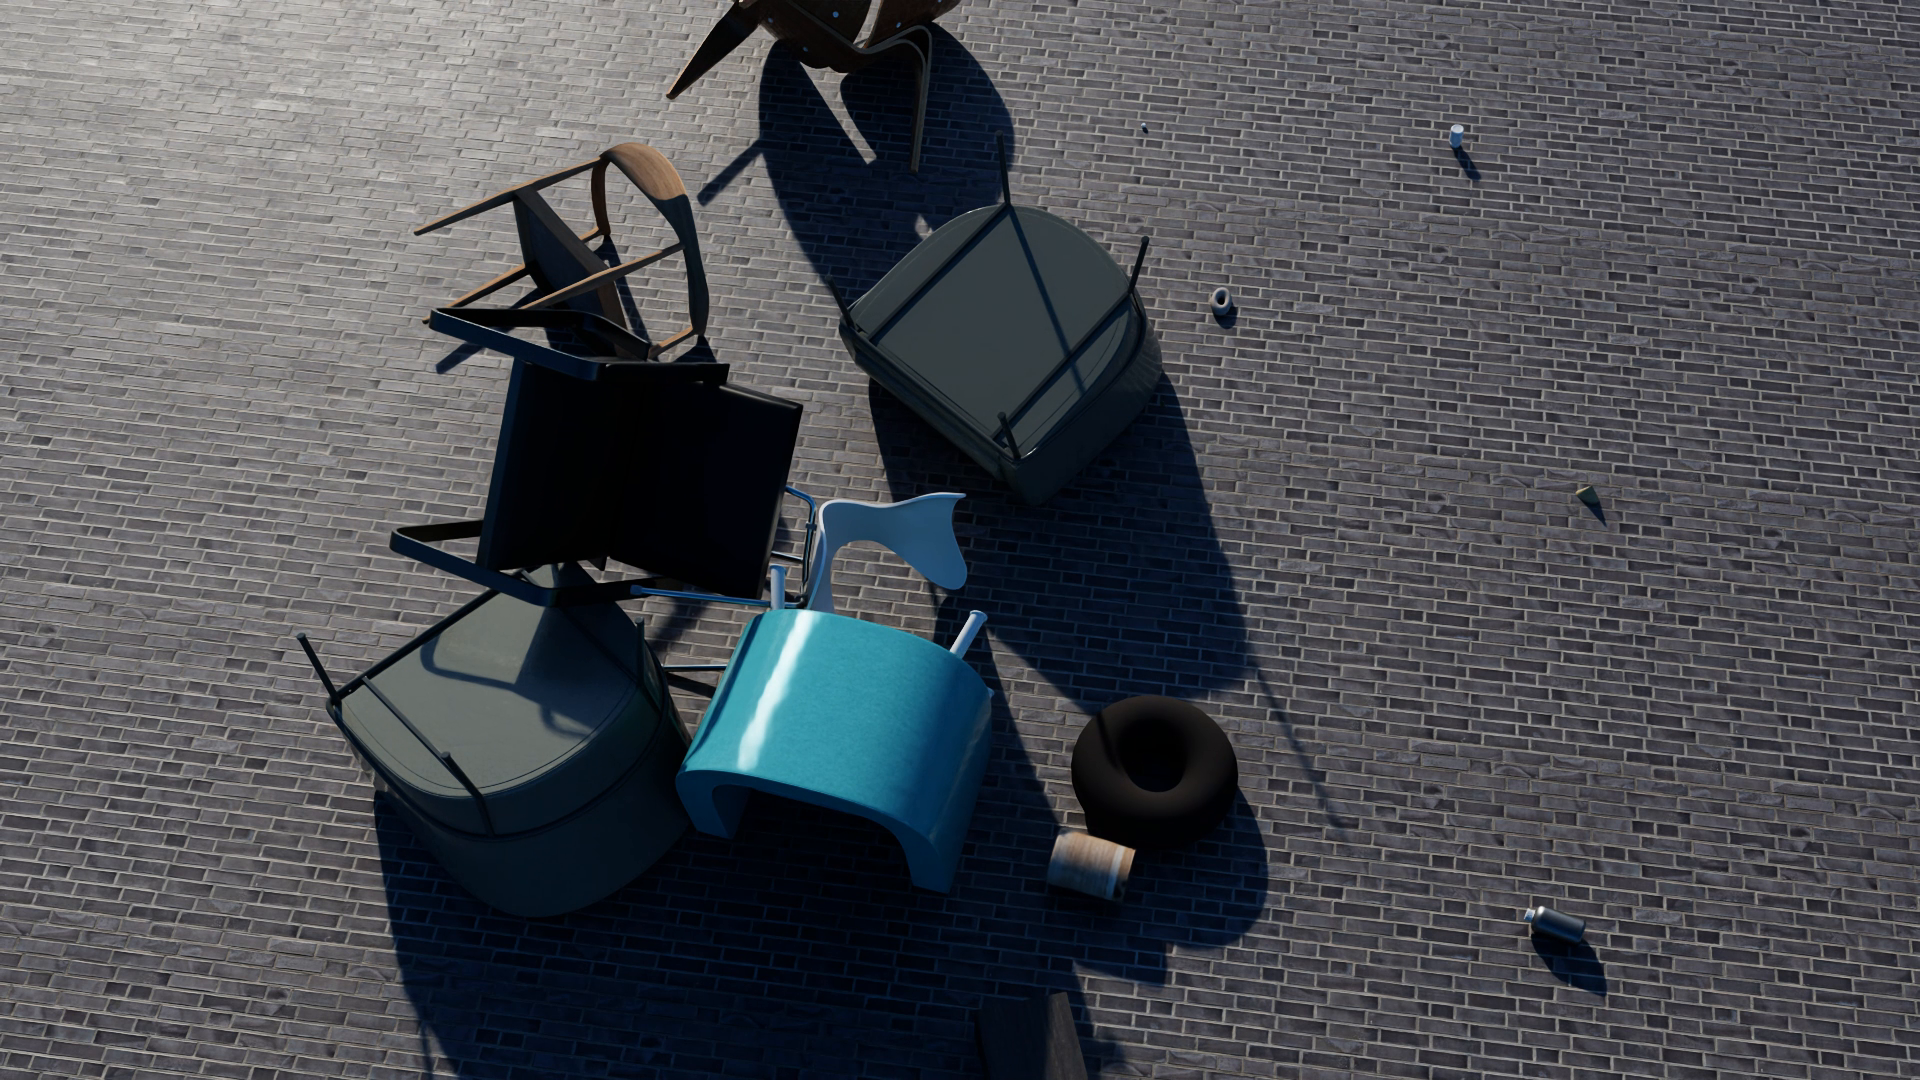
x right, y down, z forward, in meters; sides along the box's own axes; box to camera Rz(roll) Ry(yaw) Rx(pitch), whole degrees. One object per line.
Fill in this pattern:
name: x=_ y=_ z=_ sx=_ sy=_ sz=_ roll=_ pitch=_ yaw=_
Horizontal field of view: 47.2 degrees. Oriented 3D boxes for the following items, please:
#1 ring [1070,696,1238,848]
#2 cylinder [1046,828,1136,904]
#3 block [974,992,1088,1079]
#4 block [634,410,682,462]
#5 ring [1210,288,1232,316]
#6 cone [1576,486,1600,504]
ring: x=0.535 y=0.637 z=6.052 sx=0.459 sy=0.159 sz=0.463 roll=-24 pitch=59 yaw=-17
cylinder: x=0.353 y=0.875 z=5.908 sx=0.211 sy=0.129 sz=0.168 roll=14 pitch=44 yaw=9
block: x=0.185 y=1.340 z=5.573 sx=0.238 sy=0.169 sz=0.301 roll=-10 pitch=57 yaw=-7
block: x=-0.926 y=-0.318 z=6.739 sx=0.096 sy=0.079 sz=0.112 roll=18 pitch=58 yaw=12
ring: x=0.839 y=-0.766 z=7.069 sx=0.067 sy=0.032 sz=0.111 roll=10 pitch=58 yaw=5
cone: x=1.901 y=-0.148 z=6.637 sx=0.074 sy=0.060 sz=0.042 roll=23 pitch=59 yaw=15
